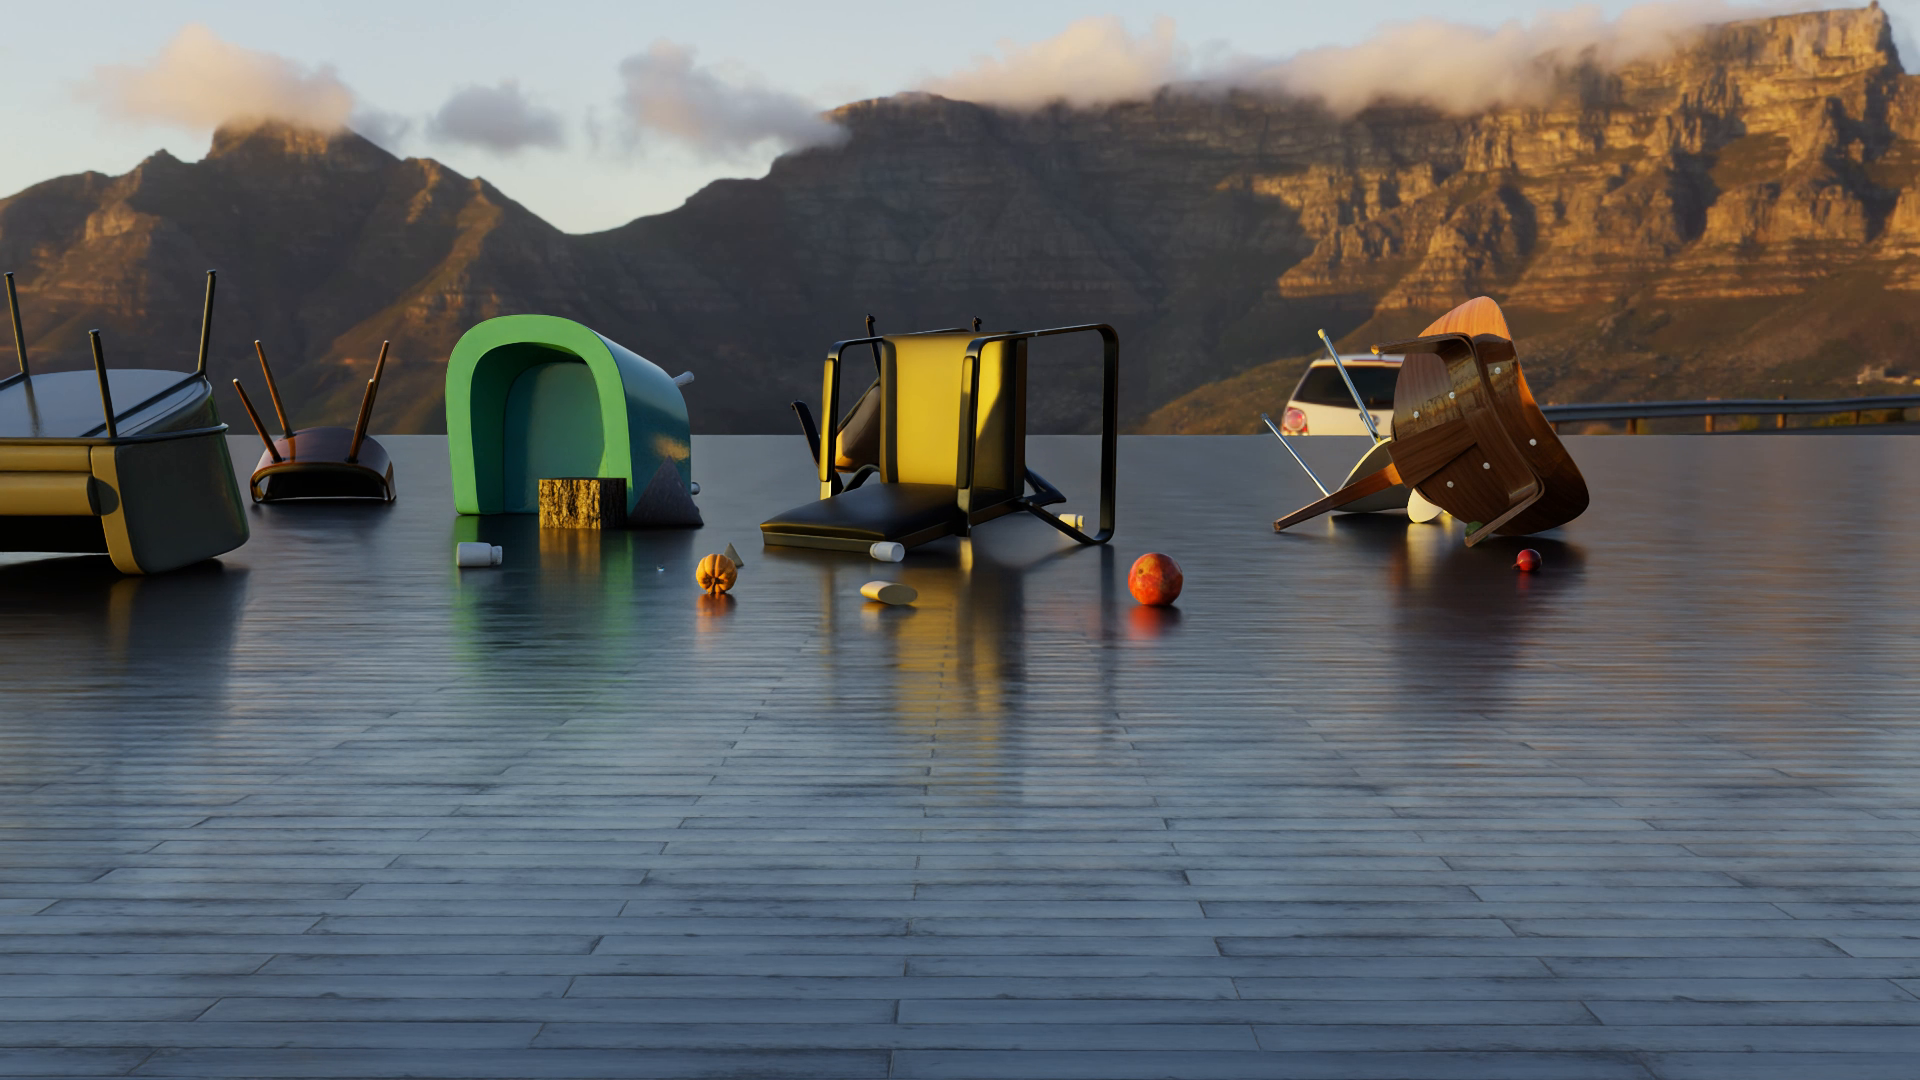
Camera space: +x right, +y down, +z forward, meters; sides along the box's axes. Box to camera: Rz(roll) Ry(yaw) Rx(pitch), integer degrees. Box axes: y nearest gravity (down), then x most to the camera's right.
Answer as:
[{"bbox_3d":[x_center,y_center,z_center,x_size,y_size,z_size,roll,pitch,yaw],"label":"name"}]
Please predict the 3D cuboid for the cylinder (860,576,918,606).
[{"bbox_3d":[-0.149,0.111,4.627,0.091,0.042,0.098,6,12,-28],"label":"cylinder"}]

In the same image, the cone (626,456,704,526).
[{"bbox_3d":[-0.938,-0.108,7.266,0.219,0.273,0.314,32,9,-5],"label":"cone"}]

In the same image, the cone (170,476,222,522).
[{"bbox_3d":[-2.609,-0.098,7.411,0.117,0.208,0.193,-43,-3,19],"label":"cone"}]

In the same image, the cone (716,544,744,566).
[{"bbox_3d":[-0.586,0.034,5.610,0.074,0.060,0.042,1,4,13],"label":"cone"}]

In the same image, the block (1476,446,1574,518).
[{"bbox_3d":[1.995,-0.208,7.765,0.255,0.146,0.162,28,-2,-11],"label":"block"}]

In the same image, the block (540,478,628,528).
[{"bbox_3d":[-1.235,-0.124,7.214,0.216,0.155,0.204,1,4,16],"label":"block"}]

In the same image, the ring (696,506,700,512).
[{"bbox_3d":[-0.975,-0.103,7.765,0.113,0.039,0.049,-1,1,7],"label":"ring"}]
